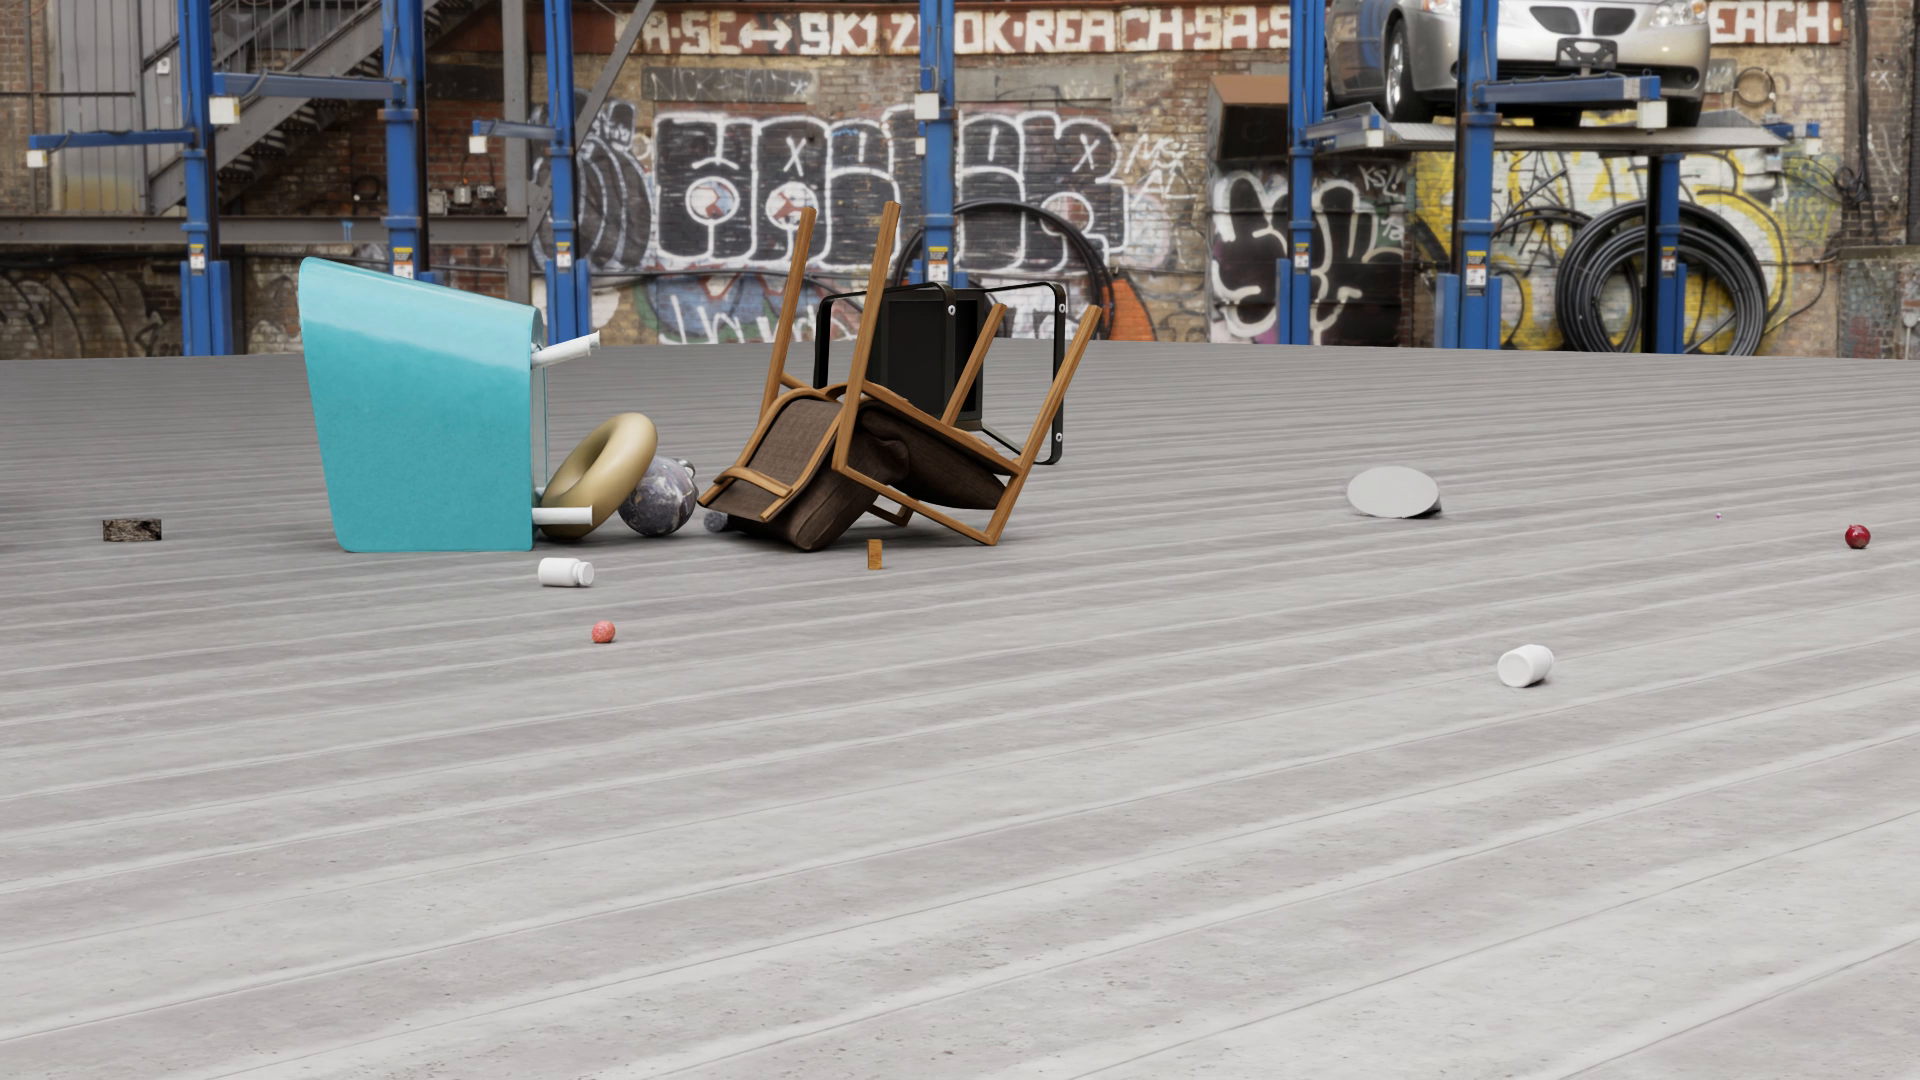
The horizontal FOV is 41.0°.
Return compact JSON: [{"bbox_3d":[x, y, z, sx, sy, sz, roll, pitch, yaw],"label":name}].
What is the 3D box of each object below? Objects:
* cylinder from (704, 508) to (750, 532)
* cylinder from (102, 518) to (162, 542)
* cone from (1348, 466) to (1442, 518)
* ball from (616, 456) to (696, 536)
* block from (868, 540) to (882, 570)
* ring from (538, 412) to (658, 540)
[{"bbox_3d":[-0.604,-0.051,6.646,0.071,0.053,0.103,-6,2,35],"label":"cylinder"},{"bbox_3d":[-2.065,-0.025,6.402,0.139,0.052,0.076,-1,6,-13],"label":"cylinder"},{"bbox_3d":[1.274,-0.110,7.143,0.268,0.143,0.346,3,-5,34],"label":"cone"},{"bbox_3d":[-0.770,-0.112,6.494,0.205,0.205,0.205,0,6,0],"label":"ball"},{"bbox_3d":[-0.192,0.033,5.784,0.029,0.064,0.045,-1,6,-5],"label":"block"},{"bbox_3d":[-0.906,-0.158,6.402,0.115,0.361,0.451,38,-36,-20],"label":"ring"}]
